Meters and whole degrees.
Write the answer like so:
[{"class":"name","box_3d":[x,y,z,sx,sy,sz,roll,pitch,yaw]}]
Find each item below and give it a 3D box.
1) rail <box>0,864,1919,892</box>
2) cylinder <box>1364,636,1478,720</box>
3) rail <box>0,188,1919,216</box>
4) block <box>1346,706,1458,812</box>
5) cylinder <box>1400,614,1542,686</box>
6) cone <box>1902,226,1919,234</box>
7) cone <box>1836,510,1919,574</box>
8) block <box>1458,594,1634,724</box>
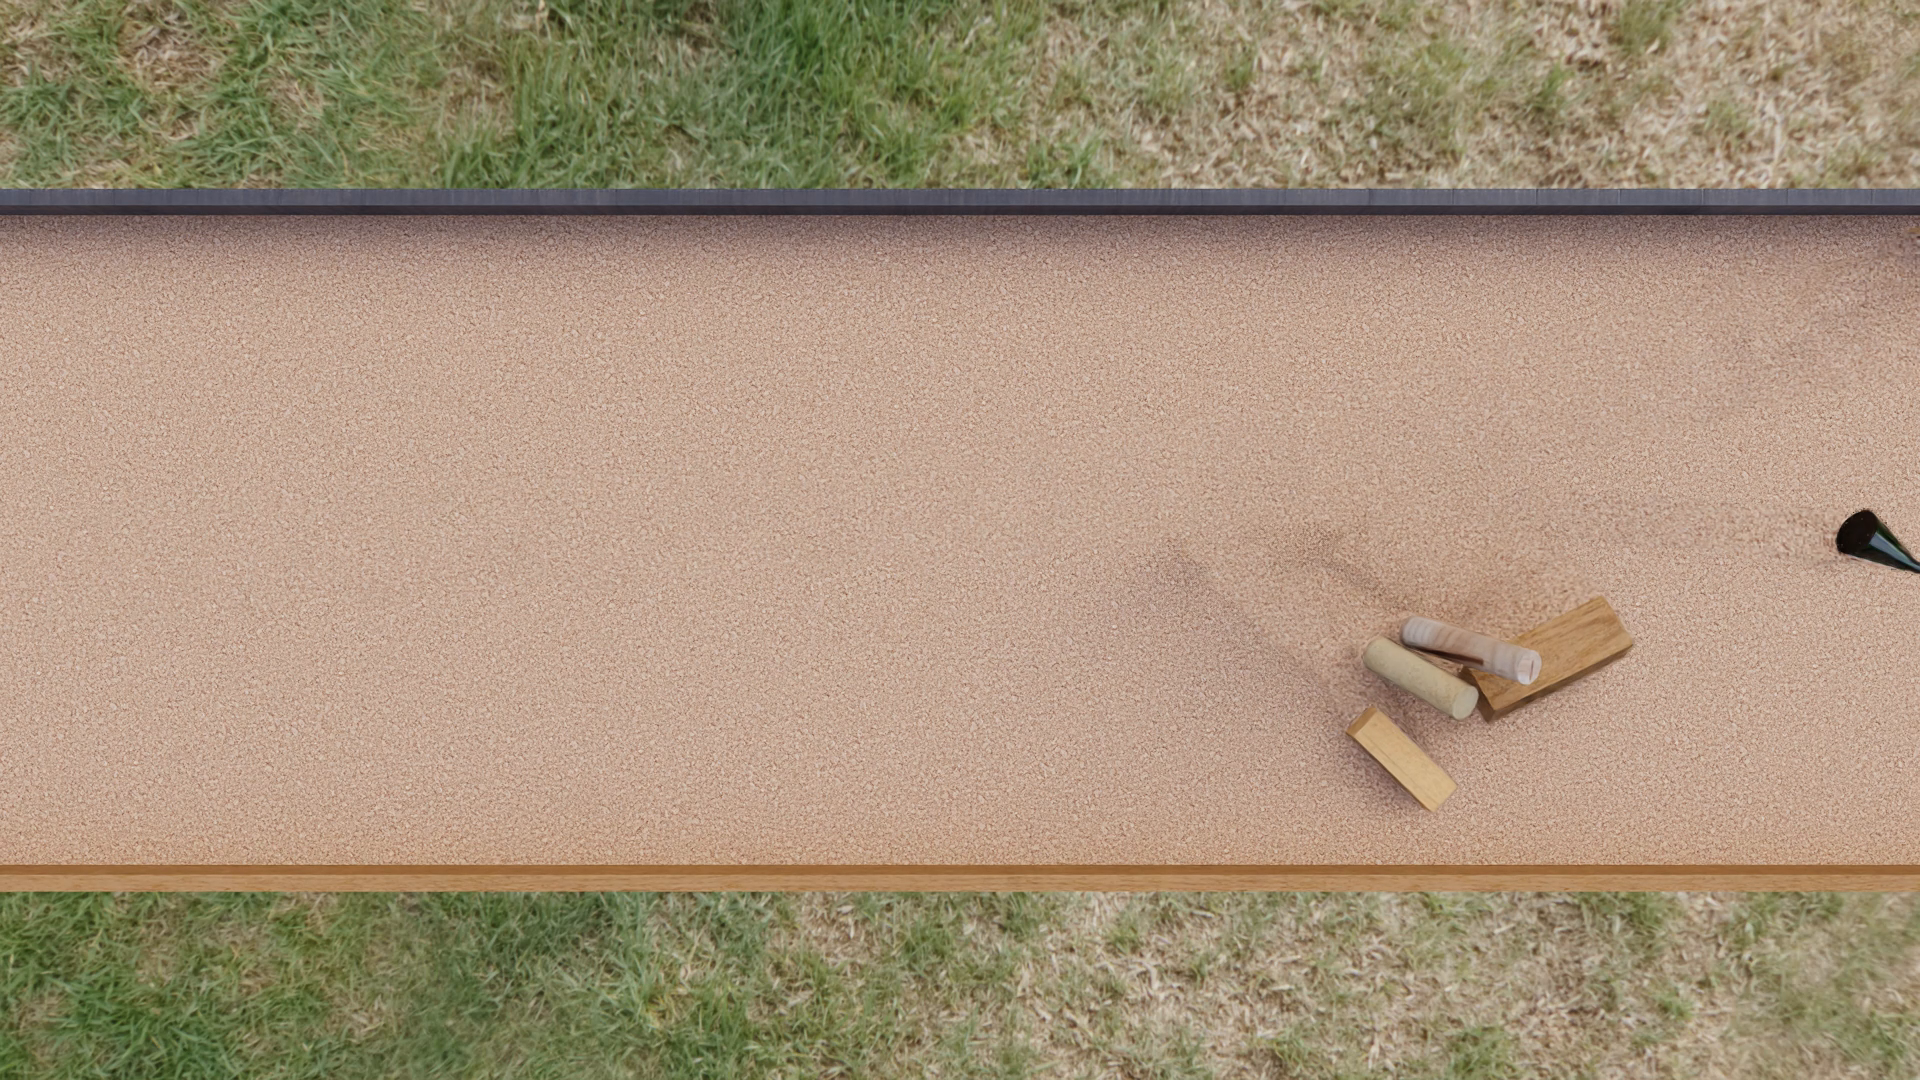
[{"class":"rail","box_3d":[-2.247,1.025,5.001,12.000,0.150,0.050,0,90,0]},{"class":"cylinder","box_3d":[1.368,0.408,4.911,0.108,0.350,0.108,-17,121,-30]},{"class":"rail","box_3d":[-2.247,-1.025,5.002,12.000,0.150,0.050,0,90,0]},{"class":"block","box_3d":[1.342,0.667,5.021,0.330,0.110,0.110,44,90,0]},{"class":"cylinder","box_3d":[1.501,0.321,4.871,0.102,0.434,0.102,-9,106,-33]},{"class":"cone","box_3d":[3.025,-0.949,4.960,0.354,0.146,0.146,-1,90,40]},{"class":"cone","box_3d":[2.858,0.048,5.040,0.318,0.148,0.148,27,90,-13]},{"class":"block","box_3d":[1.760,0.362,4.967,0.457,0.170,0.170,-26,69,0]}]
